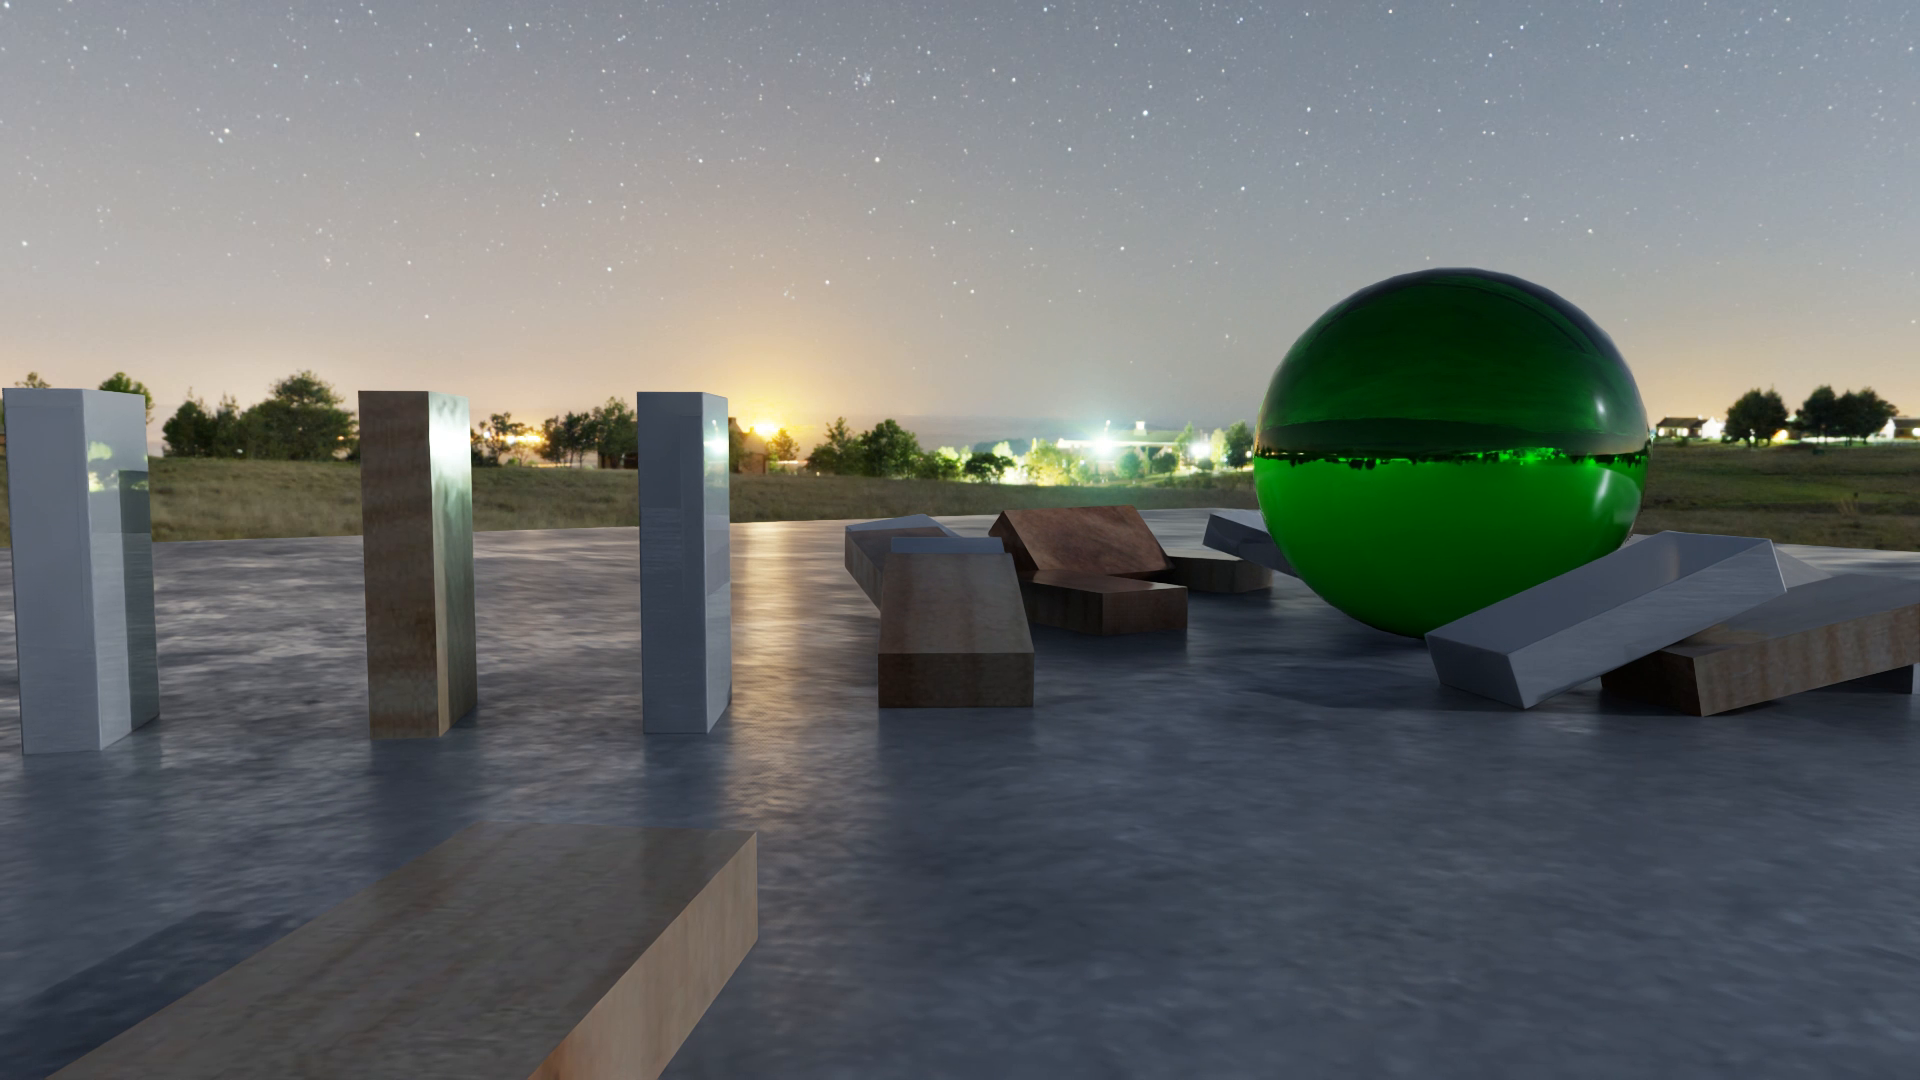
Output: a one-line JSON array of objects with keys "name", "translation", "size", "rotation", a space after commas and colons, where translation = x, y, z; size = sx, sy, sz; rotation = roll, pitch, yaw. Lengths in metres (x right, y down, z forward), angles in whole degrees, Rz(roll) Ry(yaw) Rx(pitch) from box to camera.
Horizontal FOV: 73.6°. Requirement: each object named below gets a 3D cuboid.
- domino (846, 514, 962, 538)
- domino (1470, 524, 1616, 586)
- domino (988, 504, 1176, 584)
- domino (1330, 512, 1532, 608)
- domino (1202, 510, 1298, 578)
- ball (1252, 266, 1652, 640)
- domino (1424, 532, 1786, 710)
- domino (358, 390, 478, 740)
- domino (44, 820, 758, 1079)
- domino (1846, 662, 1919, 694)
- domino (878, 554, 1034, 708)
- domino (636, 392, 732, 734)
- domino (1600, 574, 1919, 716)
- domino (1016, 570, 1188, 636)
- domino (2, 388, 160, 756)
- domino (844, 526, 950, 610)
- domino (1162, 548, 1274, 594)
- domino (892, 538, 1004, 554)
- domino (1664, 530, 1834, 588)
[{"name": "domino", "translation": [-0.012, 0.005, 0.359], "size": [0.025, 0.009, 0.050], "rotation": [-9, 19, -23]}, {"name": "domino", "translation": [0.156, 0.008, 0.316], "size": [0.025, 0.009, 0.050], "rotation": [-3, 19, -33]}, {"name": "domino", "translation": [0.035, 0.003, 0.362], "size": [0.050, 0.025, 0.009], "rotation": [-3, -40, -38]}, {"name": "domino", "translation": [0.130, 0.005, 0.349], "size": [0.025, 0.009, 0.050], "rotation": [-4, 22, -40]}, {"name": "domino", "translation": [0.099, 0.004, 0.370], "size": [0.050, 0.009, 0.025], "rotation": [21, 16, 34]}, {"name": "ball", "translation": [0.104, -0.018, 0.277], "size": [0.080, 0.080, 0.080], "rotation": [0, 4, 0]}, {"name": "domino", "translation": [0.109, 0.013, 0.219], "size": [0.050, 0.009, 0.025], "rotation": [-22, 7, -8]}, {"name": "domino", "translation": [-0.082, 0.003, 0.196], "size": [0.009, 0.050, 0.025], "rotation": [-1, 4, -9]}, {"name": "domino", "translation": [-0.033, 0.031, 0.087], "size": [0.025, 0.010, 0.050], "rotation": [1, 4, 7]}, {"name": "domino", "translation": [0.182, 0.020, 0.237], "size": [0.050, 0.009, 0.025], "rotation": [-1, 4, -16]}, {"name": "domino", "translation": [-0.001, 0.015, 0.230], "size": [0.025, 0.009, 0.050], "rotation": [0, 18, -2]}, {"name": "domino", "translation": [-0.042, 0.003, 0.199], "size": [0.009, 0.050, 0.025], "rotation": [0, 4, -2]}, {"name": "domino", "translation": [0.137, 0.017, 0.215], "size": [0.050, 0.009, 0.025], "rotation": [-12, 6, -6]}, {"name": "domino", "translation": [0.029, 0.014, 0.312], "size": [0.025, 0.009, 0.050], "rotation": [-3, 5, -32]}, {"name": "domino", "translation": [-0.127, 0.004, 0.187], "size": [0.009, 0.050, 0.025], "rotation": [-1, 4, -16]}, {"name": "domino", "translation": [-0.010, 0.009, 0.312], "size": [0.025, 0.009, 0.050], "rotation": [-3, 18, -19]}, {"name": "domino", "translation": [0.067, 0.009, 0.390], "size": [0.050, 0.009, 0.025], "rotation": [3, 5, 38]}, {"name": "domino", "translation": [-0.002, 0.012, 0.270], "size": [0.025, 0.009, 0.050], "rotation": [0, 18, -2]}, {"name": "domino", "translation": [0.178, 0.010, 0.284], "size": [0.025, 0.010, 0.050], "rotation": [9, 15, 3]}]
